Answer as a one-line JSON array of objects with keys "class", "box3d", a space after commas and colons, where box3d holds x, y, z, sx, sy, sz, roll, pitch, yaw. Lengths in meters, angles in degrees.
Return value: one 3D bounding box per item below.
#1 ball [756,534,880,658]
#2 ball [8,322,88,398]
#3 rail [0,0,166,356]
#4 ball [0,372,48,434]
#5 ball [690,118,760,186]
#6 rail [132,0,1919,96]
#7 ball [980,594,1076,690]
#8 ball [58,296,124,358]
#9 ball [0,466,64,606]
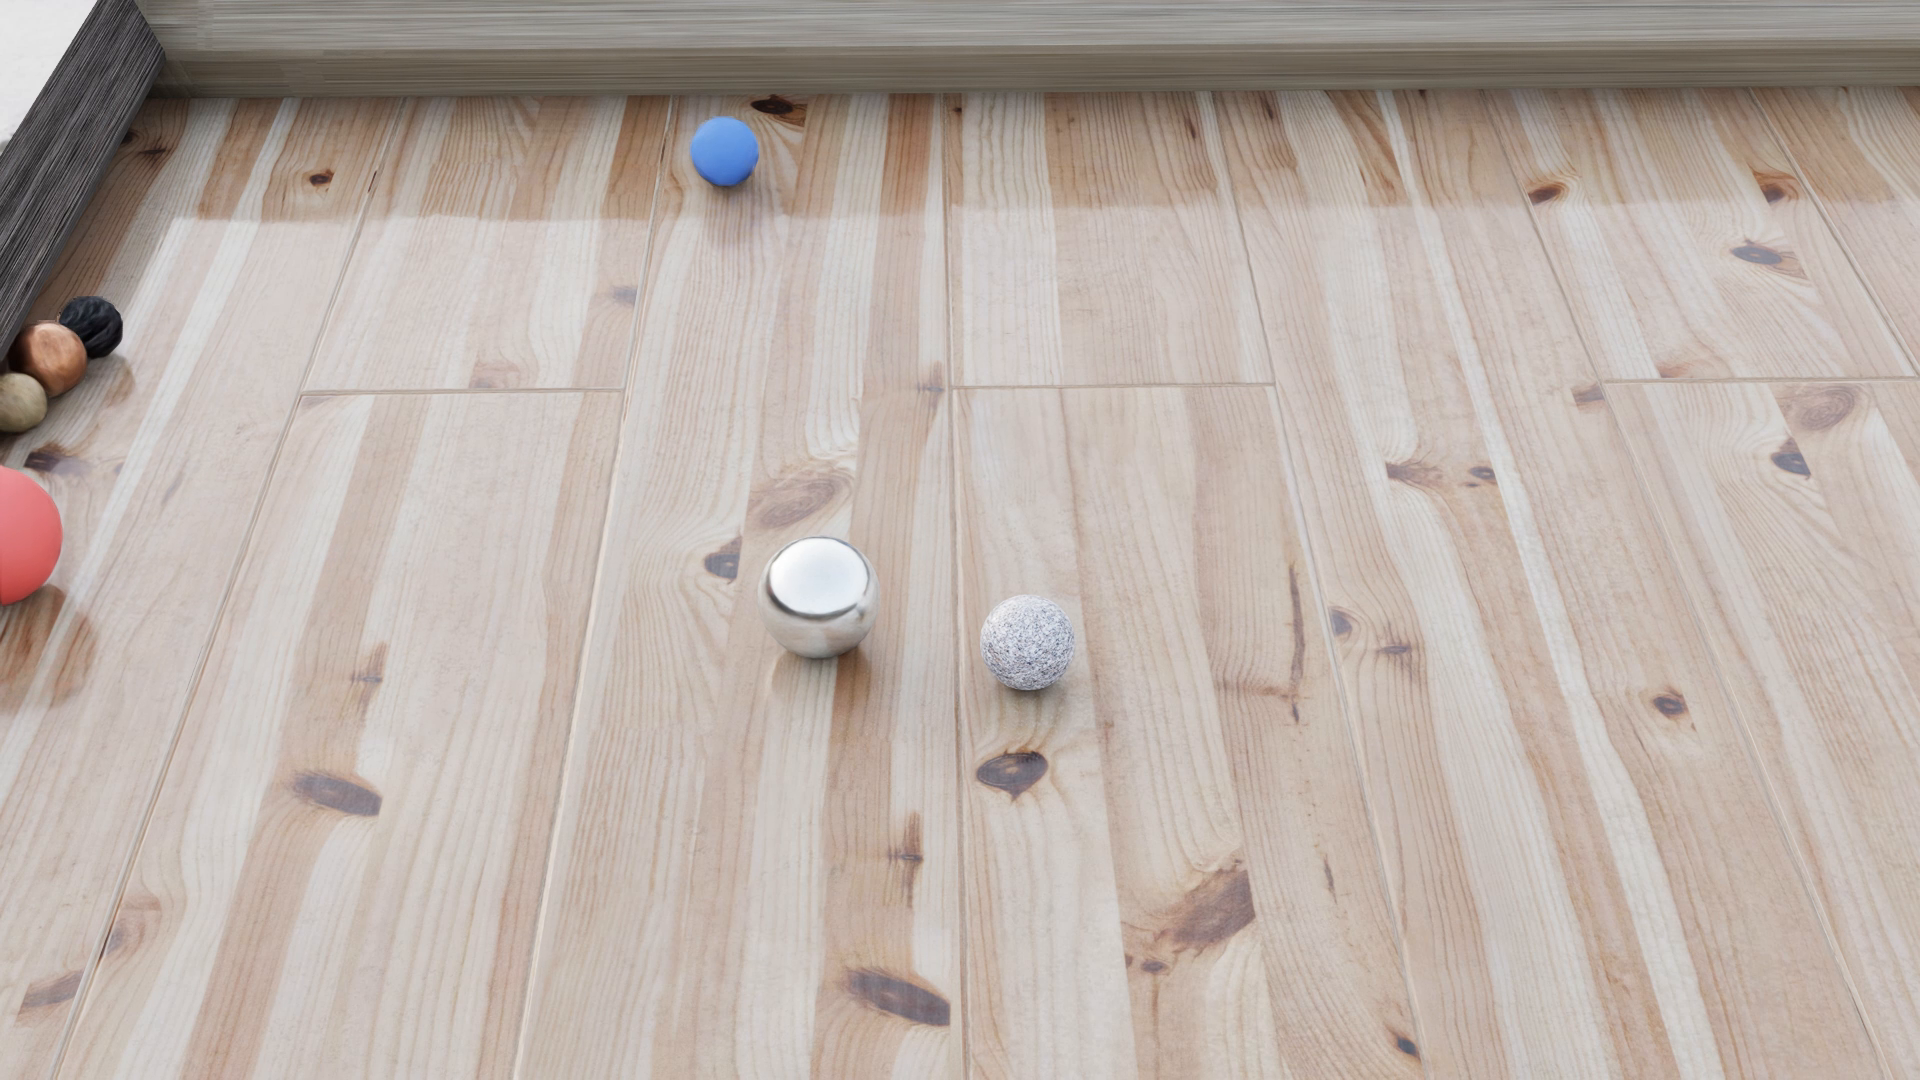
[{"class": "ball", "box3d": [-0.093, 0.037, 1.688, 0.081, 0.081, 0.081, 0, 36, 0]}, {"class": "ball", "box3d": [-0.694, -0.137, 1.951, 0.057, 0.057, 0.057, 0, 36, 0]}, {"class": "rail", "box3d": [-0.725, -0.020, 1.729, 0.045, 0.124, 1.515, -1, 36, -1]}, {"class": "ball", "box3d": [-0.704, -0.102, 1.912, 0.046, 0.046, 0.046, 0, 36, 0]}, {"class": "ball", "box3d": [-0.204, -0.337, 2.228, 0.059, 0.059, 0.059, 0, 36, 0]}, {"class": "rail", "box3d": [0.737, -0.462, 2.345, 2.997, 0.124, 0.045, -1, 36, -1]}, {"class": "ball", "box3d": [0.044, 0.066, 1.663, 0.062, 0.062, 0.062, 0, 36, 0]}, {"class": "ball", "box3d": [-0.677, -0.165, 1.998, 0.048, 0.048, 0.048, 0, 36, 0]}, {"class": "ball", "box3d": [-0.656, -0.003, 1.731, 0.096, 0.096, 0.096, 0, 36, 0]}]
